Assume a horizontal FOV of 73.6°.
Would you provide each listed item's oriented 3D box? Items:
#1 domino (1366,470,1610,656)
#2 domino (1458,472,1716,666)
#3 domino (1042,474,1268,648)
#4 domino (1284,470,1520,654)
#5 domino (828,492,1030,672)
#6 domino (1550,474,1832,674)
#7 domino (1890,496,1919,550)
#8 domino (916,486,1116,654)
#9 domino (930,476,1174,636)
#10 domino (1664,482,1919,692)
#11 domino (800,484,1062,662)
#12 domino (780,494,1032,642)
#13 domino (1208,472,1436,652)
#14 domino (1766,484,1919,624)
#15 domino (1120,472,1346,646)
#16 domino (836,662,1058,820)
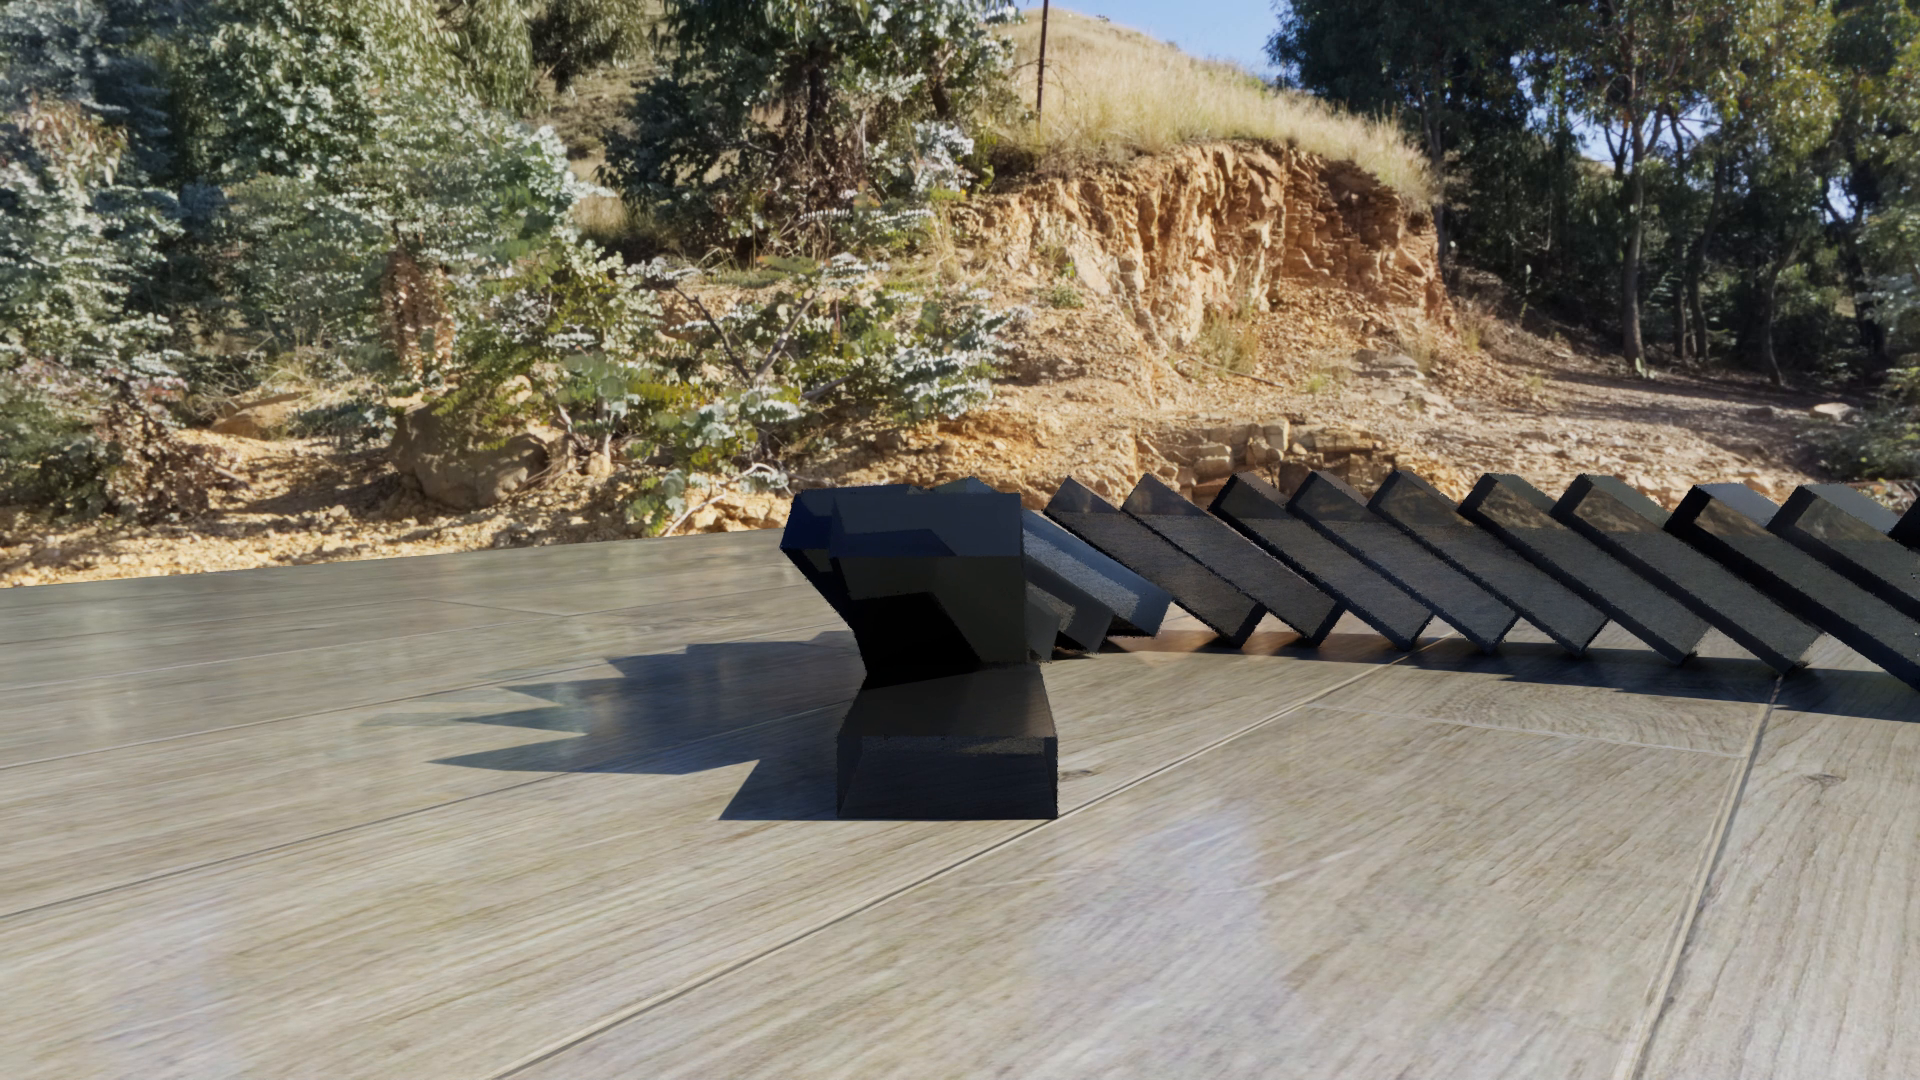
[{"bbox_3d":[0.111,0.004,0.269,0.050,0.009,0.025,40,18,21],"label":"domino"},{"bbox_3d":[0.129,0.005,0.262,0.050,0.010,0.025,42,25,28],"label":"domino"},{"bbox_3d":[0.042,0.004,0.280,0.050,0.010,0.025,34,7,2],"label":"domino"},{"bbox_3d":[0.095,0.004,0.274,0.050,0.009,0.025,39,16,17],"label":"domino"},{"bbox_3d":[-0.003,0.010,0.191,0.025,0.009,0.050,-1,-29,4],"label":"domino"},{"bbox_3d":[0.144,0.005,0.252,0.025,0.009,0.050,-2,38,-48],"label":"domino"},{"bbox_3d":[0.187,0.009,0.213,0.025,0.009,0.050,-1,36,-33],"label":"domino"},{"bbox_3d":[0.004,0.006,0.256,0.050,0.010,0.025,32,-14,-26],"label":"domino"},{"bbox_3d":[0.017,0.004,0.268,0.050,0.009,0.025,30,-13,-16],"label":"domino"},{"bbox_3d":[0.161,0.007,0.239,0.025,0.009,0.050,-4,38,-41],"label":"domino"},{"bbox_3d":[-0.006,0.007,0.233,0.025,0.010,0.050,-1,-29,38],"label":"domino"},{"bbox_3d":[-0.007,0.009,0.213,0.025,0.010,0.050,2,-28,21],"label":"domino"},{"bbox_3d":[0.079,0.004,0.279,0.050,0.009,0.025,37,16,15],"label":"domino"},{"bbox_3d":[0.173,0.008,0.227,0.025,0.010,0.050,-3,37,-40],"label":"domino"},{"bbox_3d":[0.059,0.003,0.280,0.050,0.009,0.025,35,8,6],"label":"domino"},{"bbox_3d":[-0.001,0.025,0.170,0.025,0.009,0.050,0,4,1],"label":"domino"}]
